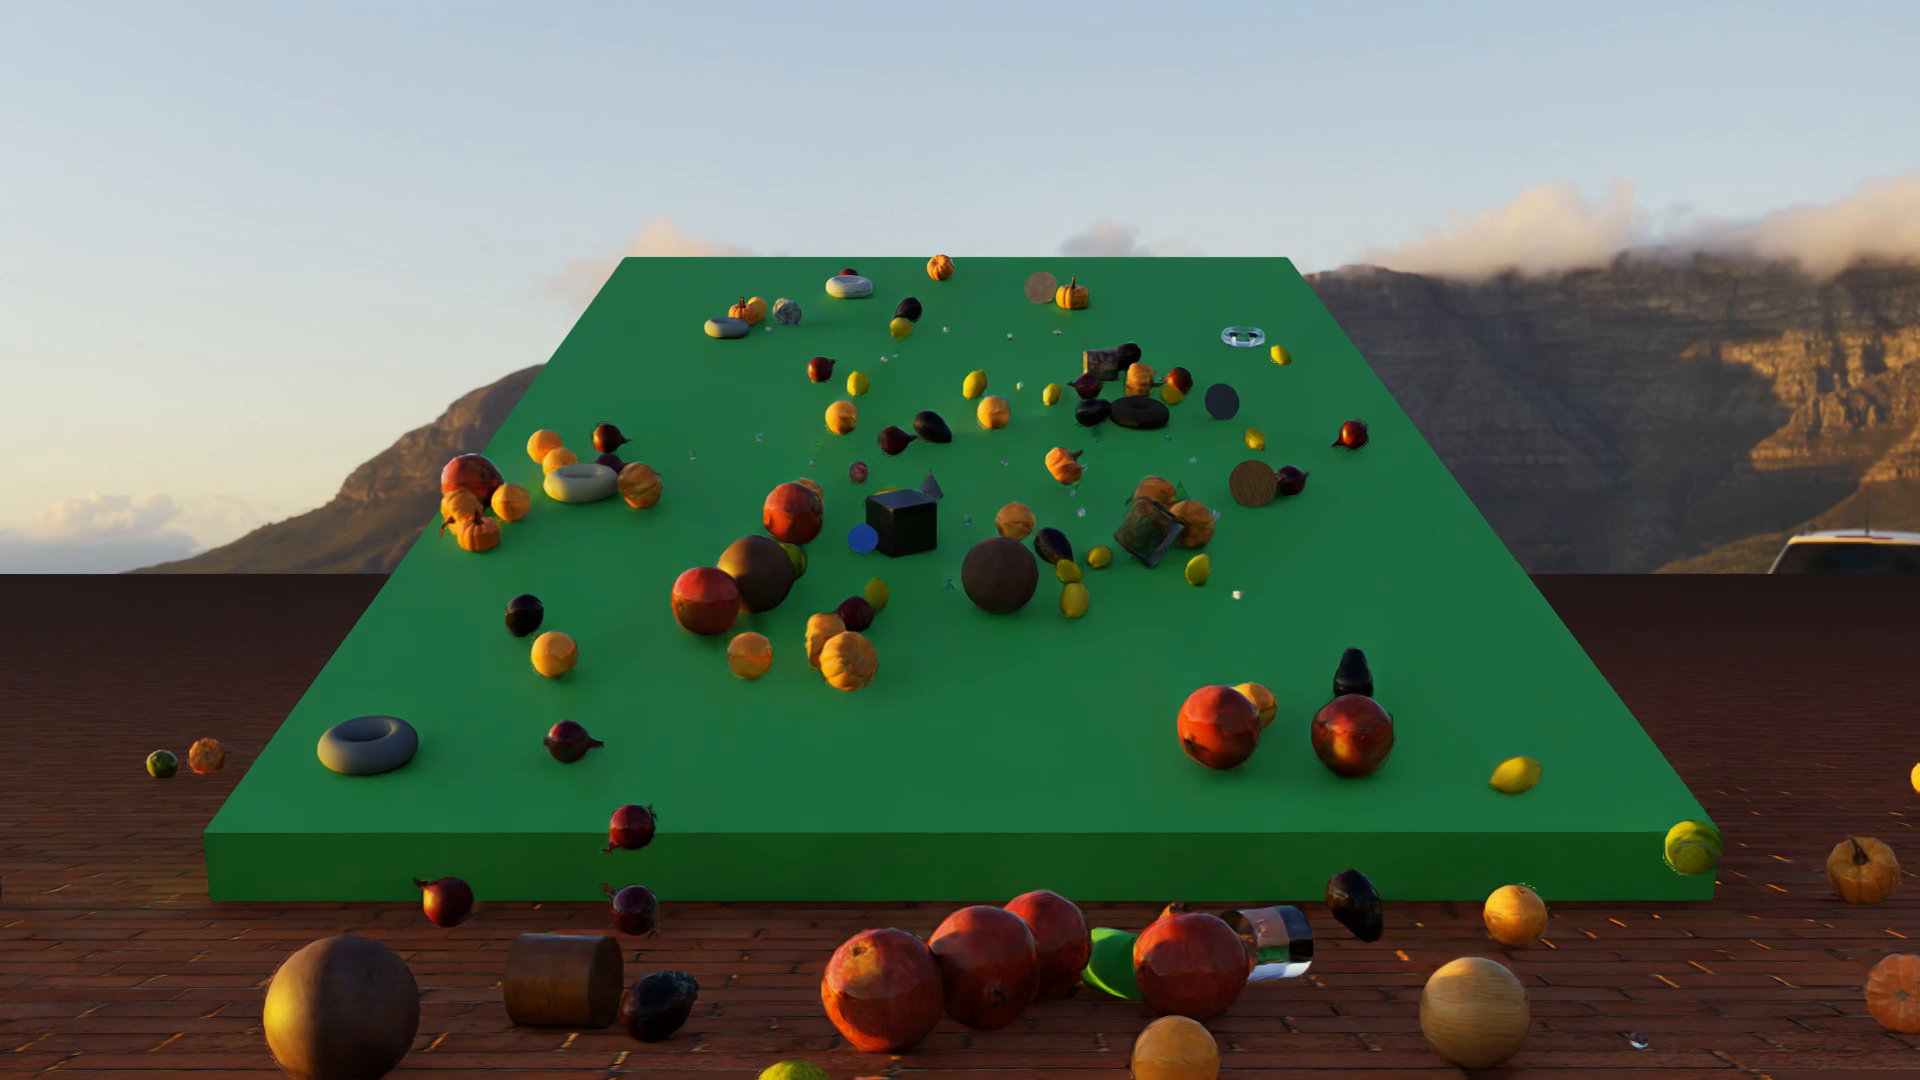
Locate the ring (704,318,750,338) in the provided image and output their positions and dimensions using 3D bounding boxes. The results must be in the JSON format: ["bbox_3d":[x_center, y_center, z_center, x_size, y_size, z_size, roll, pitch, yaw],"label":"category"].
[{"bbox_3d":[-0.598,-0.544,5.736,0.116,0.039,0.116,1,18,0],"label":"ring"}]

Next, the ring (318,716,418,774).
[{"bbox_3d":[-0.837,0.290,3.163,0.139,0.046,0.139,-1,19,0],"label":"ring"}]

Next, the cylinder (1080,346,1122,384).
[{"bbox_3d":[0.331,-0.412,5.277,0.073,0.073,0.073,-21,5,-16],"label":"cylinder"}]

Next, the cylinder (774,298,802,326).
[{"bbox_3d":[-0.450,-0.597,5.854,0.065,0.065,0.065,0,17,-14],"label":"cylinder"}]

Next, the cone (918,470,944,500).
[{"bbox_3d":[-0.059,-0.113,4.386,0.055,0.055,0.055,0,18,0],"label":"cone"}]

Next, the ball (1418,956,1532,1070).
[{"bbox_3d":[0.457,0.419,1.985,0.098,0.098,0.098,0,-1,0],"label":"ball"}]

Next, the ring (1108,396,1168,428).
[{"bbox_3d":[0.392,-0.279,4.914,0.135,0.045,0.135,3,21,-1],"label":"ring"}]

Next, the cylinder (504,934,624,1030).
[{"bbox_3d":[-0.382,0.426,2.162,0.088,0.088,0.088,0,-1,12],"label":"cylinder"}]

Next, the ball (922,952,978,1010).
[{"bbox_3d":[-0.011,0.443,2.248,0.056,0.056,0.056,0,-1,0],"label":"ball"}]

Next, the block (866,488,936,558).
[{"bbox_3d":[-0.107,-0.031,4.073,0.093,0.093,0.093,-11,21,-31],"label":"block"}]

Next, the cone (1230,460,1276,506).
[{"bbox_3d":[0.568,-0.103,4.381,0.092,0.092,0.092,0,-8,1],"label":"cone"}]

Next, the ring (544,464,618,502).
[{"bbox_3d":[-0.743,-0.112,4.392,0.146,0.049,0.146,-1,19,0],"label":"ring"}]

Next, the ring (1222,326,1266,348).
[{"bbox_3d":[0.715,-0.513,5.648,0.112,0.037,0.112,1,17,0],"label":"ring"}]

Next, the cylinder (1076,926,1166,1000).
[{"bbox_3d":[0.166,0.439,2.320,0.066,0.066,0.066,0,-1,-33],"label":"cylinder"}]

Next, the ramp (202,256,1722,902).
[{"bbox_3d":[-0.004,-0.187,4.864,2.000,0.100,4.000,0,18,0],"label":"ramp"}]

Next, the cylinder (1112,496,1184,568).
[{"bbox_3d":[0.334,-0.015,3.970,0.091,0.091,0.091,35,10,-7],"label":"cylinder"}]

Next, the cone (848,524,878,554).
[{"bbox_3d":[-0.177,0.002,4.084,0.054,0.054,0.054,0,-9,-2],"label":"cone"}]

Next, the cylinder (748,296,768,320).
[{"bbox_3d":[-0.537,-0.613,5.925,0.052,0.052,0.052,0,18,-4],"label":"cylinder"}]

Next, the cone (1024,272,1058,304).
[{"bbox_3d":[0.230,-0.684,6.162,0.092,0.092,0.092,0,-9,9],"label":"cone"}]

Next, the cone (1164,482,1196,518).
[{"bbox_3d":[0.419,-0.082,4.276,0.066,0.066,0.066,0,18,0],"label":"cone"}]

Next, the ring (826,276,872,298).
[{"bbox_3d":[-0.307,-0.702,6.212,0.131,0.044,0.131,2,21,-1],"label":"ring"}]
